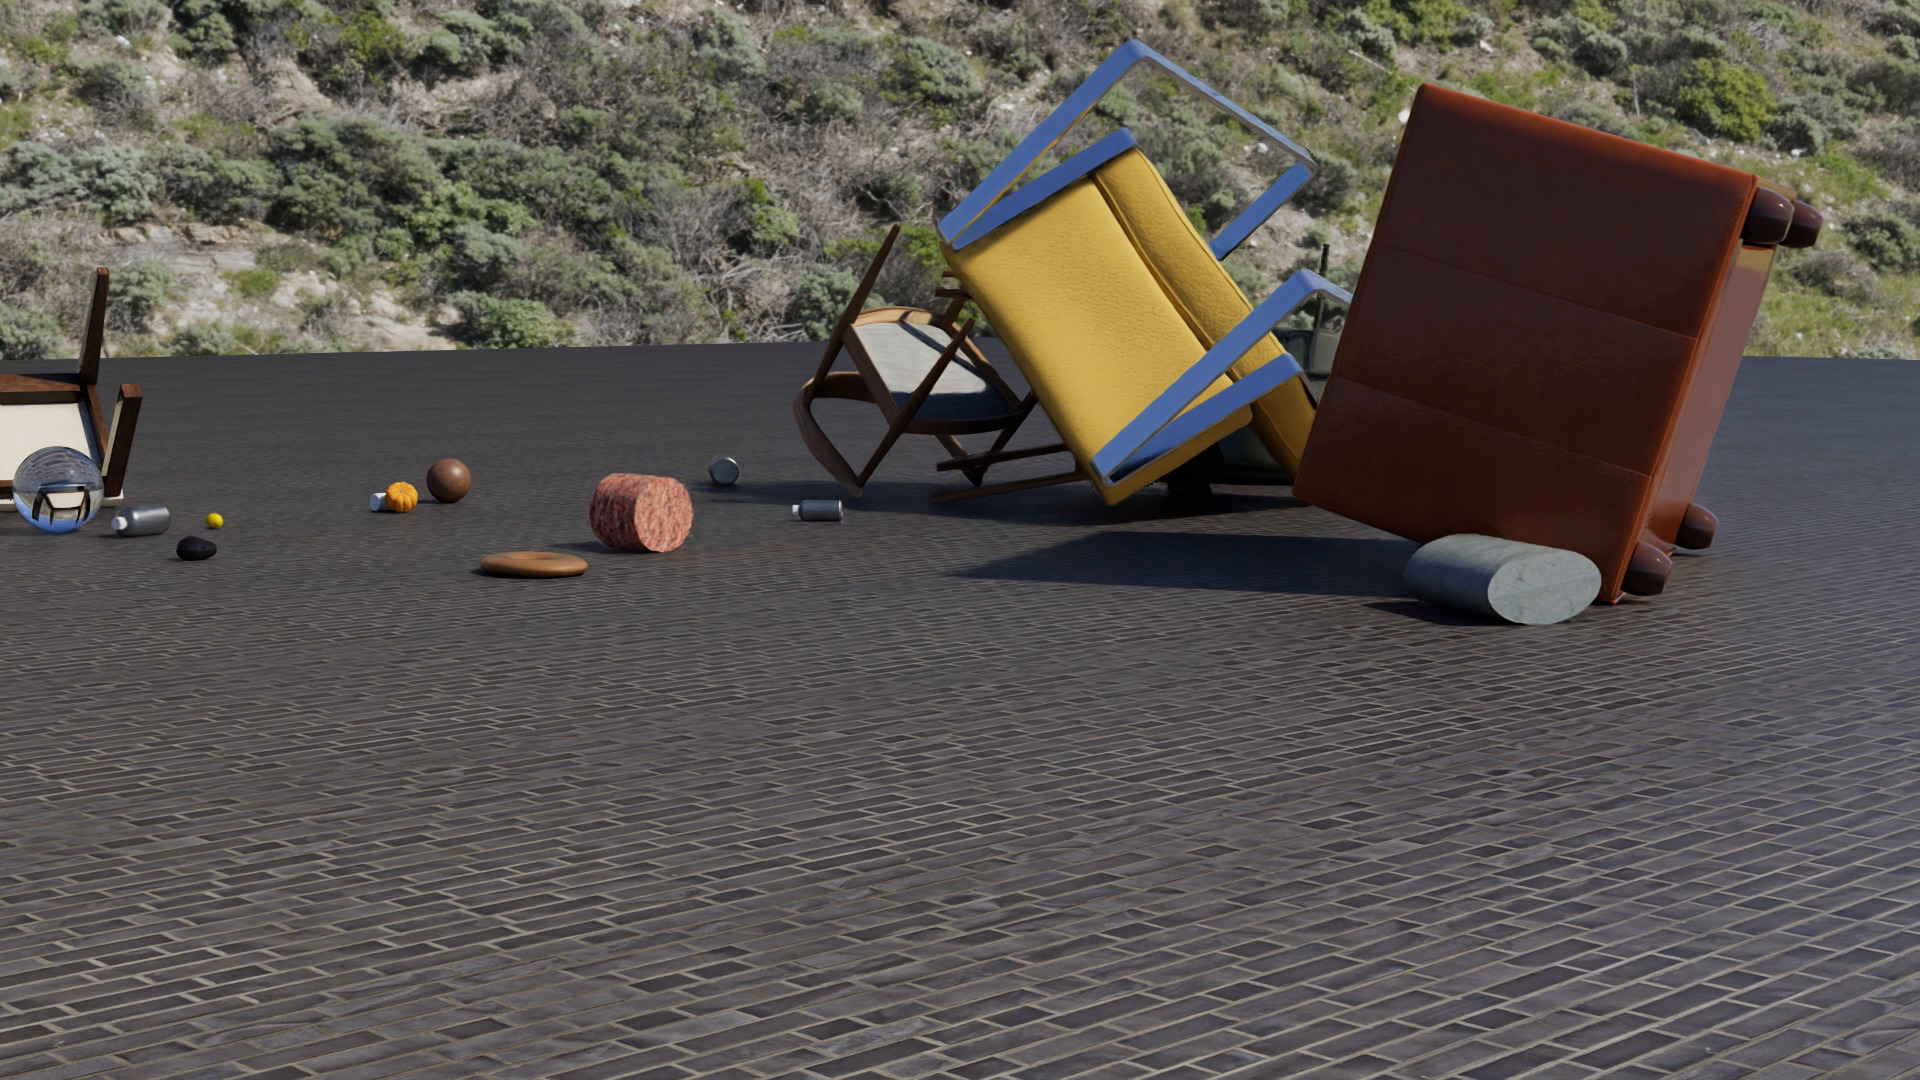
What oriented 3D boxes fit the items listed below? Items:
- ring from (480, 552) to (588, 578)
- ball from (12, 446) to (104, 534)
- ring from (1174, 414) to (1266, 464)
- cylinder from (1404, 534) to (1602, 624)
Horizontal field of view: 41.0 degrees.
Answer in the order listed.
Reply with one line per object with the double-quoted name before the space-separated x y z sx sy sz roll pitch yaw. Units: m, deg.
"ring" -0.947 0.054 5.701 0.217 0.039 0.281 -5 8 -44
"ball" -2.312 -0.130 6.576 0.224 0.224 0.224 0 6 0
"ring" 0.929 -0.359 9.147 0.311 0.156 0.387 2 7 36
"cylinder" 1.053 0.074 4.994 0.251 0.143 0.307 -6 8 -20
